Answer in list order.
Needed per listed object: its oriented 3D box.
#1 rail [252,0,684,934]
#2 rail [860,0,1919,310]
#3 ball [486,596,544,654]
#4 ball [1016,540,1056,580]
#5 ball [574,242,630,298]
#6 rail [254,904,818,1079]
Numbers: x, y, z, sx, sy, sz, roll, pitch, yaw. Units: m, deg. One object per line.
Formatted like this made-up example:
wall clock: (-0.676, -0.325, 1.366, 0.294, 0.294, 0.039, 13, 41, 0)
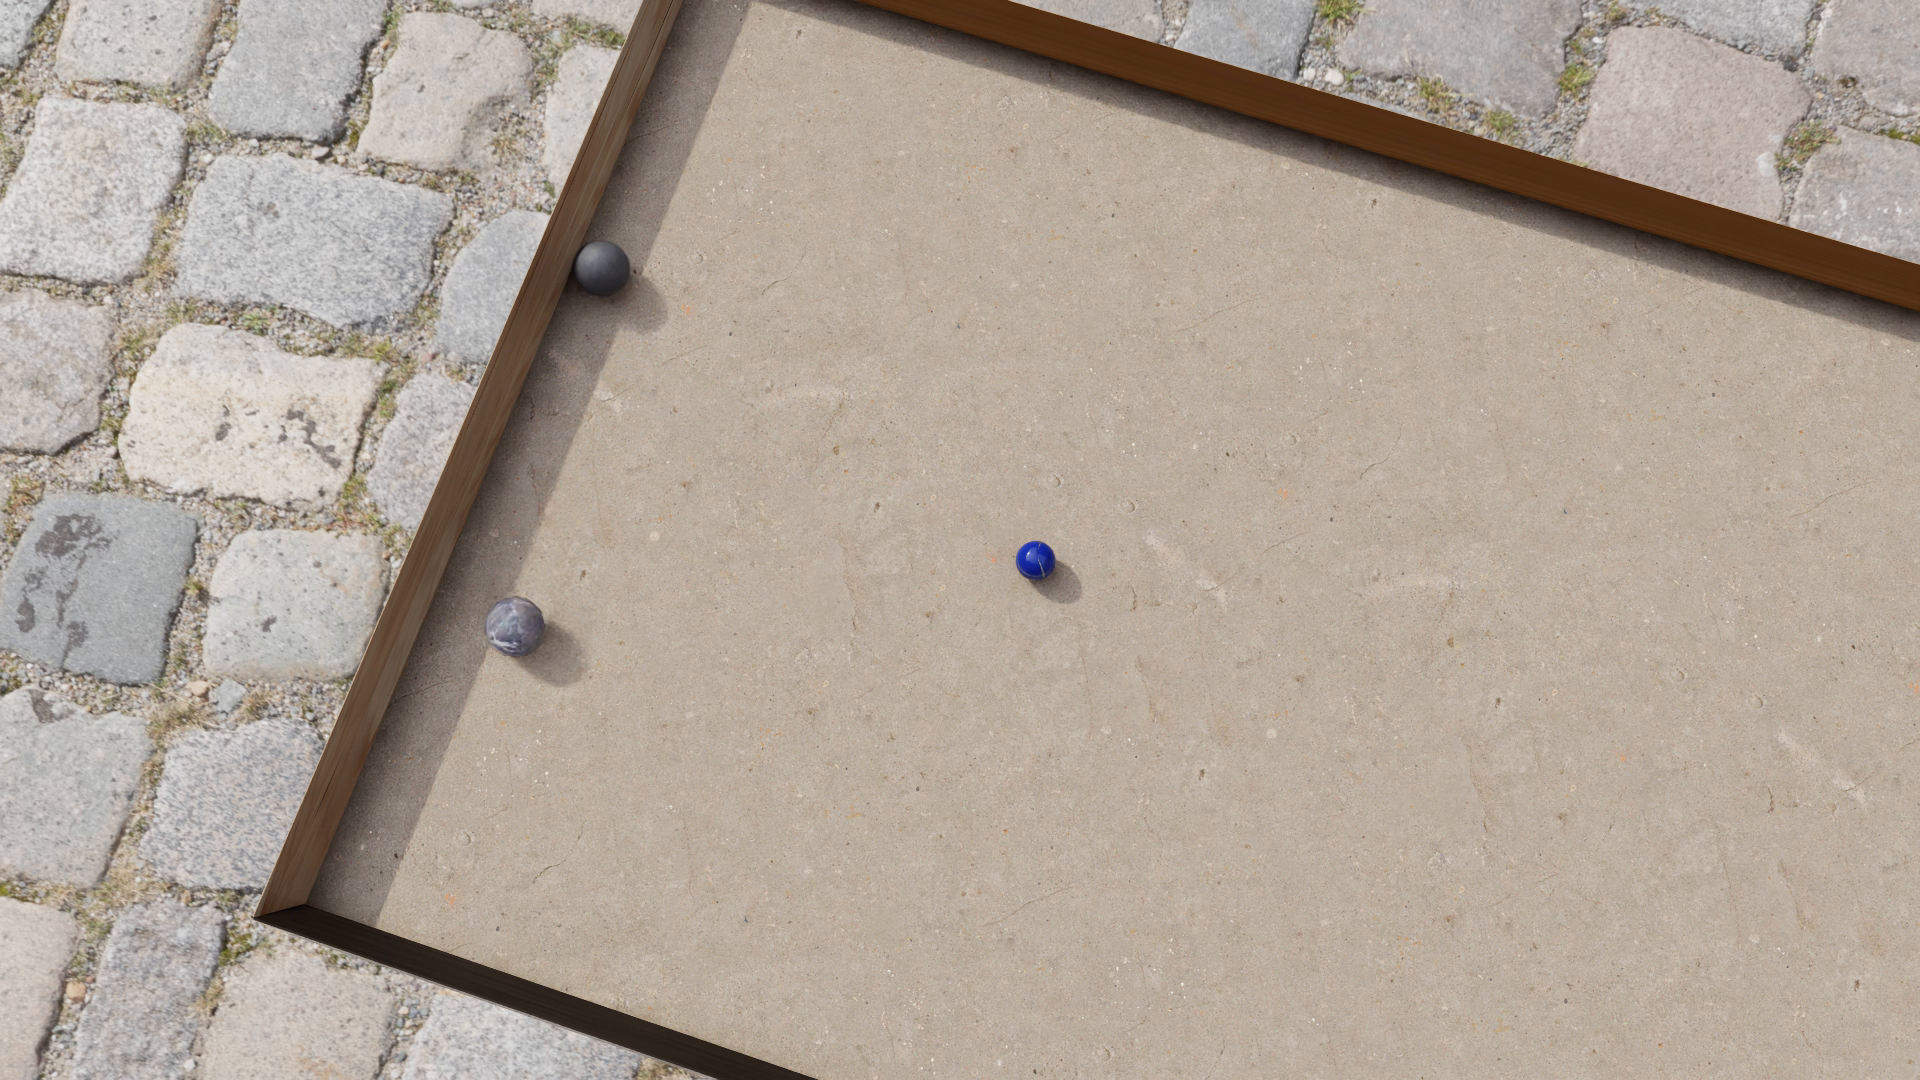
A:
rail: (-0.713, -0.231, 3.440, 0.045, 0.115, 1.758, 17, 73, 5)
rail: (1.004, -0.549, 3.541, 3.098, 0.115, 0.045, 17, 73, 5)
ball: (-0.676, 0.130, 3.341, 0.089, 0.089, 0.089, 0, 72, 0)
ball: (0.116, 0.032, 3.386, 0.062, 0.062, 0.062, 0, 72, 0)
ball: (-0.572, -0.433, 3.519, 0.089, 0.089, 0.089, 0, 72, 0)
rail: (0.467, 1.000, 3.051, 3.098, 0.115, 0.045, 17, 73, 5)
